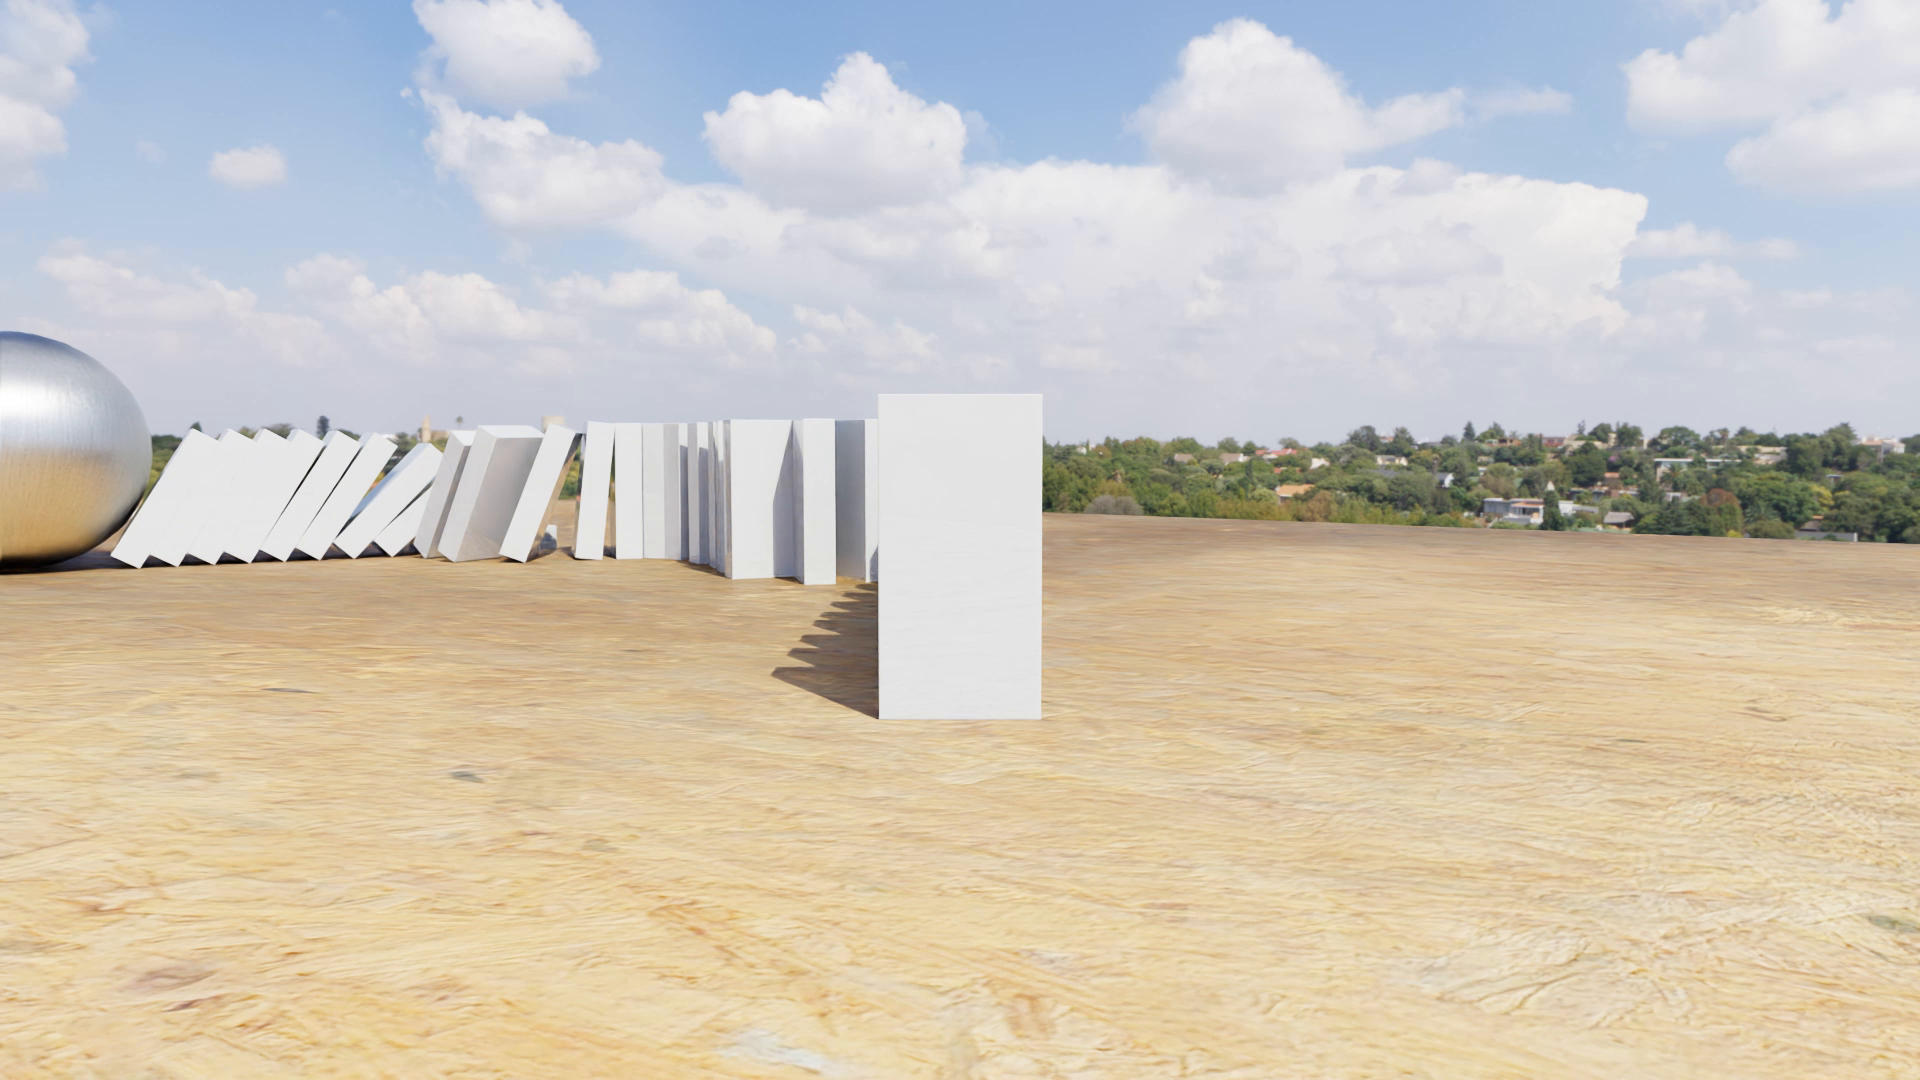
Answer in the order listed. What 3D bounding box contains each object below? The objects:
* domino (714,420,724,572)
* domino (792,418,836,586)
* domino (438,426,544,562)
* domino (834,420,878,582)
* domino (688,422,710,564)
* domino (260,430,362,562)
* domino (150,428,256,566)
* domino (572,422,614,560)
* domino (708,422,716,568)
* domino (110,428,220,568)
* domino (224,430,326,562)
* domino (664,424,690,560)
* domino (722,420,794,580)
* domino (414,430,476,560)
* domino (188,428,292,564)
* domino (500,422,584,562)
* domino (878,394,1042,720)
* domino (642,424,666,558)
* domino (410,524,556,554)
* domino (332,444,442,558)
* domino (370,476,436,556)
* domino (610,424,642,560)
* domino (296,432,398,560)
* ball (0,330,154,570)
[{"bbox_3d":[-0.069,-0.015,0.430,0.025,0.050,0.010,-1,4,-16],"label":"domino"},{"bbox_3d":[-0.045,-0.012,0.398,0.009,0.050,0.025,-1,4,-14],"label":"domino"},{"bbox_3d":[-0.169,-0.017,0.465,0.010,0.050,0.025,30,17,21],"label":"domino"},{"bbox_3d":[-0.031,-0.013,0.405,0.009,0.050,0.025,-3,5,-31],"label":"domino"},{"bbox_3d":[-0.084,-0.017,0.463,0.025,0.050,0.010,-3,5,-33],"label":"domino"},{"bbox_3d":[-0.242,-0.017,0.476,0.009,0.050,0.025,35,-15,-30],"label":"domino"},{"bbox_3d":[-0.270,-0.016,0.457,0.010,0.050,0.025,33,-14,-30],"label":"domino"},{"bbox_3d":[-0.137,-0.019,0.480,0.009,0.050,0.025,5,2,-20],"label":"domino"},{"bbox_3d":[-0.074,-0.016,0.445,0.025,0.050,0.009,-2,5,-23],"label":"domino"},{"bbox_3d":[-0.279,-0.015,0.451,0.010,0.050,0.025,33,-14,-30],"label":"domino"},{"bbox_3d":[-0.252,-0.017,0.470,0.009,0.050,0.025,33,-14,-30],"label":"domino"},{"bbox_3d":[-0.097,-0.018,0.479,0.010,0.050,0.025,4,6,41],"label":"domino"},{"bbox_3d":[-0.062,-0.013,0.410,0.025,0.050,0.009,-2,5,-25],"label":"domino"},{"bbox_3d":[-0.182,-0.017,0.476,0.010,0.050,0.025,41,26,27],"label":"domino"},{"bbox_3d":[-0.261,-0.016,0.464,0.009,0.050,0.025,33,-14,-30],"label":"domino"},{"bbox_3d":[-0.153,-0.018,0.470,0.009,0.050,0.025,21,0,-11],"label":"domino"},{"bbox_3d":[0.000,0.002,0.201,0.025,0.050,0.009,0,4,0],"label":"domino"},{"bbox_3d":[-0.111,-0.019,0.487,0.009,0.050,0.025,1,4,12],"label":"domino"},{"bbox_3d":[-0.191,-0.001,0.514,0.050,0.010,0.025,-4,6,-40],"label":"domino"},{"bbox_3d":[-0.219,-0.016,0.490,0.009,0.050,0.025,48,-21,-26],"label":"domino"},{"bbox_3d":[-0.207,-0.015,0.498,0.050,0.010,0.025,-49,27,-21],"label":"domino"},{"bbox_3d":[-0.126,-0.019,0.484,0.009,0.050,0.025,-1,4,-20],"label":"domino"},{"bbox_3d":[-0.232,-0.017,0.482,0.009,0.050,0.025,37,-16,-30],"label":"domino"},{"bbox_3d":[-0.319,-0.030,0.431,0.080,0.080,0.080,0,4,0],"label":"ball"}]
